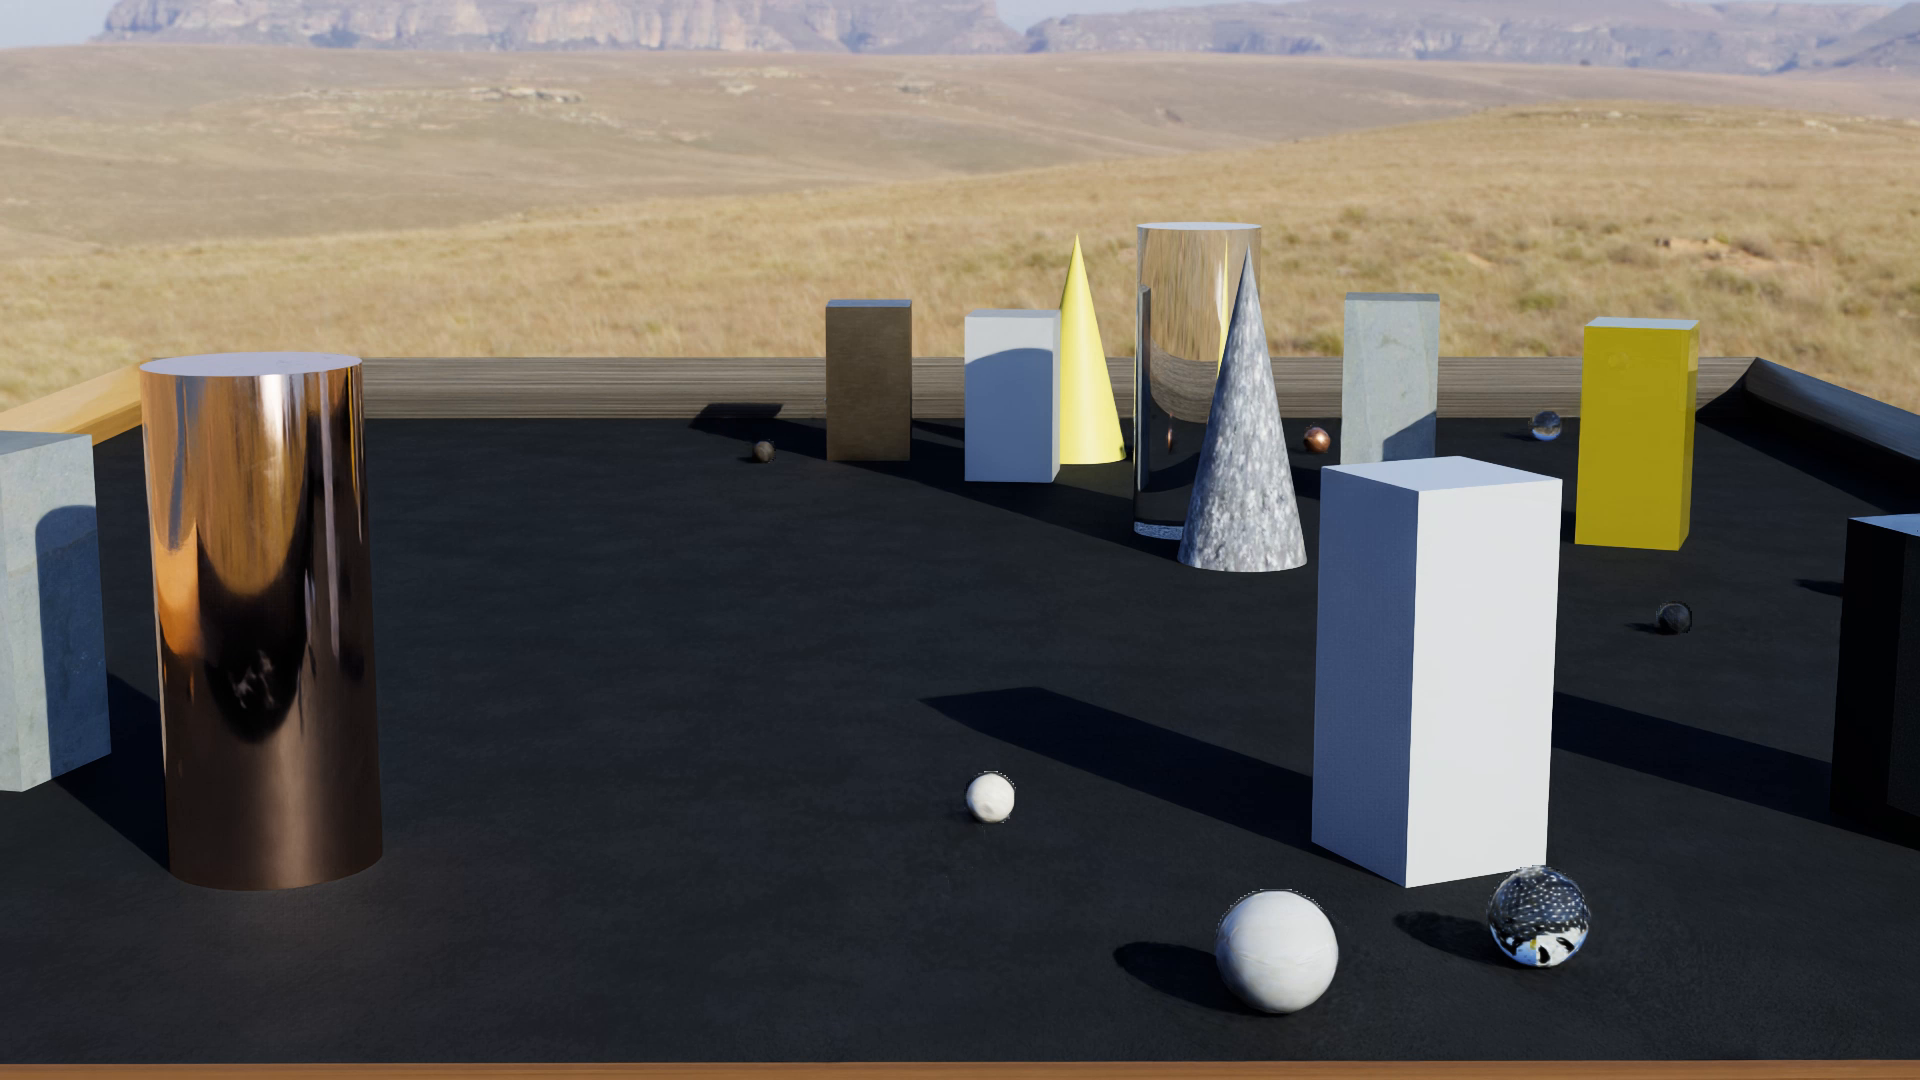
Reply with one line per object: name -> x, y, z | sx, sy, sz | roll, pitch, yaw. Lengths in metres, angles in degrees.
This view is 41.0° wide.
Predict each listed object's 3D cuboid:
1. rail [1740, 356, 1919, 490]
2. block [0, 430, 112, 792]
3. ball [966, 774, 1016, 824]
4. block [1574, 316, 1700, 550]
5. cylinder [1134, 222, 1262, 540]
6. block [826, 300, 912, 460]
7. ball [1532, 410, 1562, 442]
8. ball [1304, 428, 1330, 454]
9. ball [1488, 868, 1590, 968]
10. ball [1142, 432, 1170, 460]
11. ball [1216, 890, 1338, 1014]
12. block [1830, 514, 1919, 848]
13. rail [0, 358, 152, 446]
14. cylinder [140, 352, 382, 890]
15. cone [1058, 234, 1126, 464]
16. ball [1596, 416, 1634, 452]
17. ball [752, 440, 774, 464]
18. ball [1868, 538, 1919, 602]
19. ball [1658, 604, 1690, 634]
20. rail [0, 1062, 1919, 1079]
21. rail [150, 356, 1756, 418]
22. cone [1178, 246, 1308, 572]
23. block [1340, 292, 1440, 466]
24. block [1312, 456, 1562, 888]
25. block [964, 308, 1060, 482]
rail -> 1.642, 0.031, 3.458 | 0.045, 0.125, 3.819 | 0, 11, 0
block -> -1.003, 0.068, 2.661 | 0.154, 0.344, 0.154 | 3, 11, 16
ball -> 0.030, 0.251, 2.490 | 0.048, 0.048, 0.048 | 0, 11, 0
block -> 1.044, -0.167, 3.952 | 0.154, 0.335, 0.154 | 4, 11, 21
cylinder -> 0.370, -0.252, 4.017 | 0.193, 0.478, 0.193 | 0, 11, 0
block -> -0.169, -0.302, 4.813 | 0.154, 0.286, 0.154 | 0, 11, 1
ball -> 1.144, -0.222, 5.004 | 0.060, 0.060, 0.060 | 0, 11, 0
ball -> 0.672, -0.187, 4.838 | 0.051, 0.051, 0.051 | 0, 11, 0
ball -> 0.472, 0.308, 2.093 | 0.081, 0.081, 0.081 | 0, 11, 0
ball -> 0.364, -0.176, 4.774 | 0.053, 0.053, 0.053 | 0, 11, 0
ball -> 0.246, 0.320, 1.991 | 0.095, 0.095, 0.095 | 0, 11, 0
block -> 0.956, 0.132, 2.460 | 0.154, 0.293, 0.154 | -4, 11, -18
rail -> -1.642, 0.034, 3.440 | 0.045, 0.125, 3.819 | 0, 11, 0
cylinder -> -0.634, 0.069, 2.340 | 0.193, 0.461, 0.193 | 0, 11, 0
cone -> 0.216, -0.363, 4.781 | 0.193, 0.417, 0.193 | 0, 11, 0
ball -> 1.242, -0.200, 4.862 | 0.067, 0.067, 0.067 | 0, 11, 0
ball -> -0.362, -0.162, 4.730 | 0.041, 0.041, 0.041 | 0, 11, 0
ball -> 1.290, 0.040, 3.510 | 0.089, 0.089, 0.089 | 0, 11, 0
ball -> 0.923, 0.102, 3.313 | 0.040, 0.040, 0.040 | 0, 11, 0
rail -> 0.011, 0.377, 1.595 | 3.332, 0.125, 0.045 | 0, 11, 0
rail -> -0.011, -0.312, 5.303 | 3.332, 0.125, 0.045 | 0, 11, 0
cone -> 0.419, -0.202, 3.774 | 0.193, 0.469, 0.193 | 0, 11, 0
block -> 0.724, -0.239, 4.325 | 0.154, 0.341, 0.154 | 2, 11, 9
block -> 0.436, 0.116, 2.364 | 0.154, 0.360, 0.154 | -5, 12, -25
block -> 0.095, -0.259, 4.572 | 0.154, 0.290, 0.154 | 1, 11, 7
